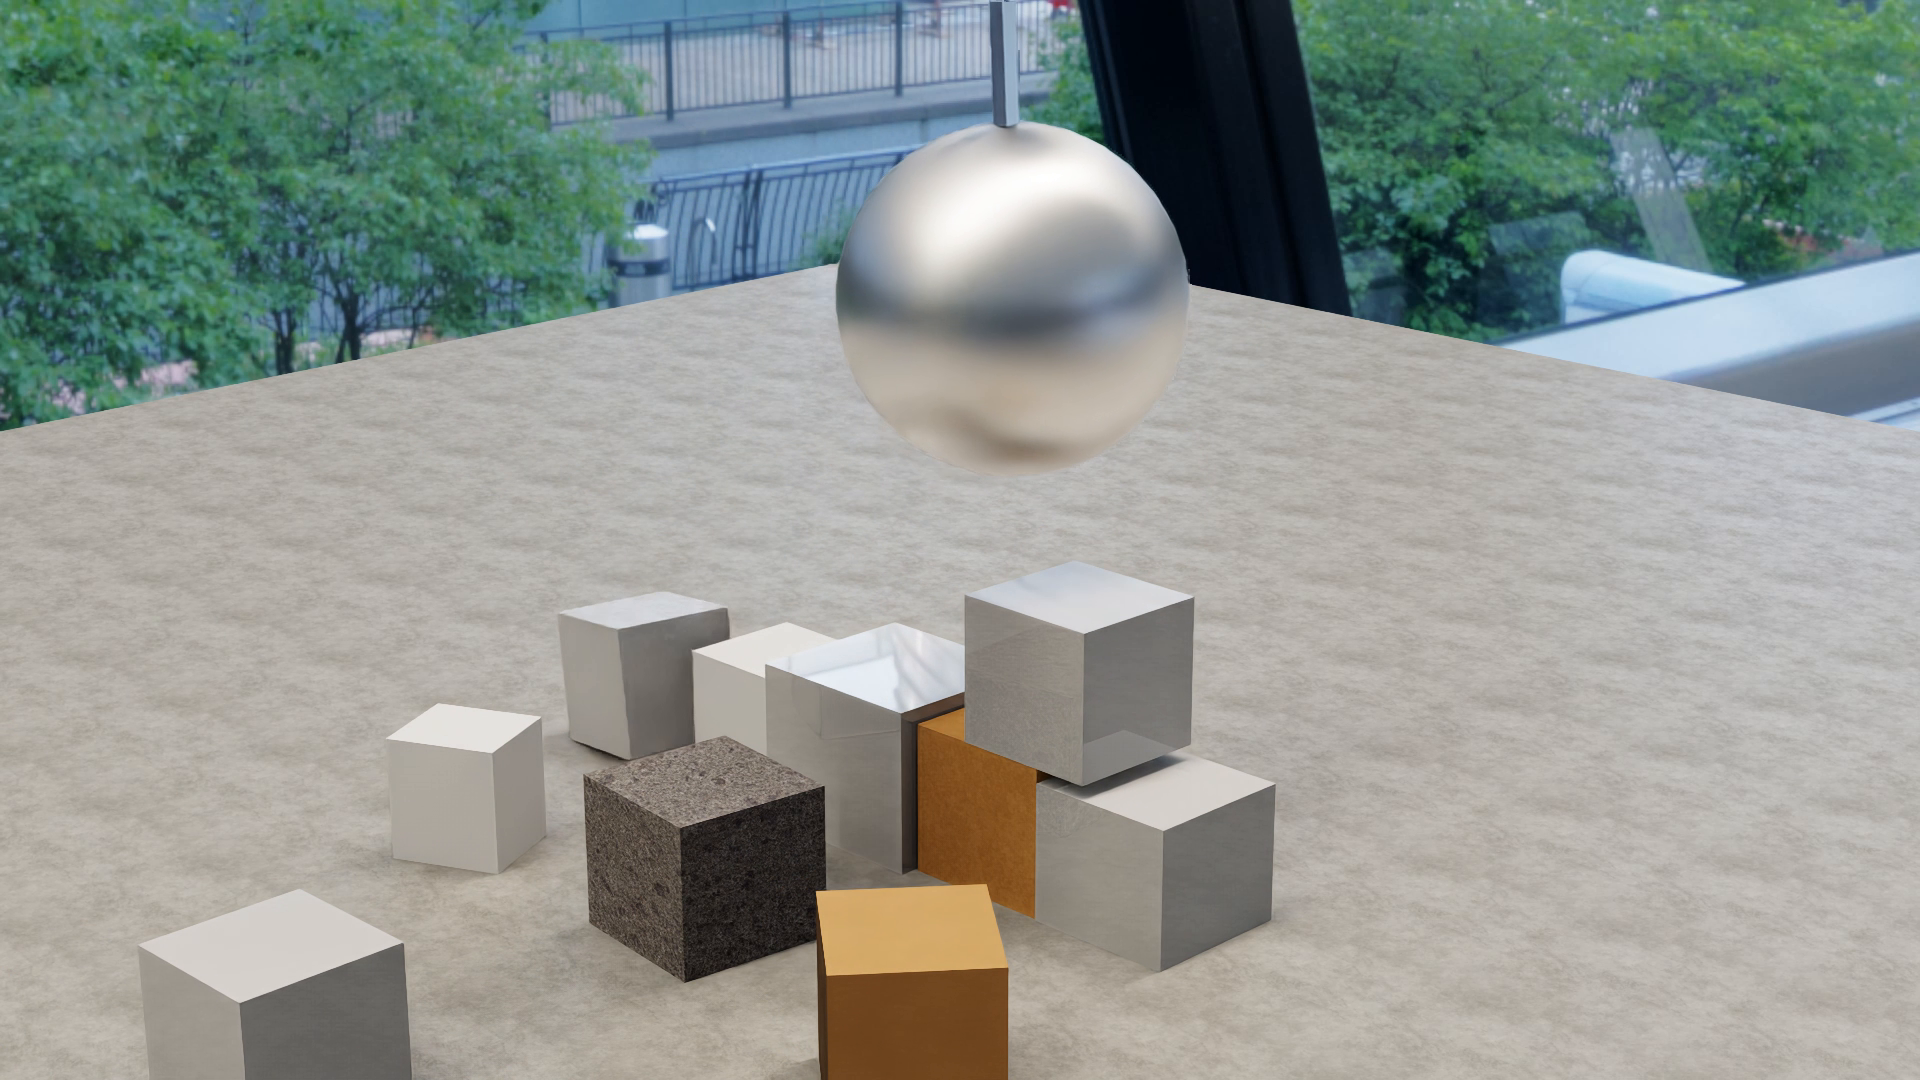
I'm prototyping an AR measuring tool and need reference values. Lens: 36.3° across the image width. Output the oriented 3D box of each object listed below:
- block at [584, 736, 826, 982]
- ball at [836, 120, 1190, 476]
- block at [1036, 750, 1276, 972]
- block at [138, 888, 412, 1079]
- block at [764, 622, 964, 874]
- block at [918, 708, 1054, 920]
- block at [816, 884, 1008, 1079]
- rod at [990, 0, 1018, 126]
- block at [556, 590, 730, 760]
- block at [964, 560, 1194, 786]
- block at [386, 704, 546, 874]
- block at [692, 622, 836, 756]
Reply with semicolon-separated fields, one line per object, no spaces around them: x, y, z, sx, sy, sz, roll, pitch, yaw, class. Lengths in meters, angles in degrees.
-1.110;1.375;12.788;0.743;0.708;0.762;-13;22;-36;block
0.236;-1.088;13.247;1.600;1.600;1.600;0;17;0;ball
0.855;1.373;12.888;0.742;0.652;0.737;-17;24;-42;block
-2.655;1.855;11.388;0.713;0.631;0.731;16;24;42;block
-0.293;0.970;13.938;0.847;0.791;0.932;-17;24;-42;block
0.334;1.179;13.392;0.746;0.721;0.746;-17;24;-42;block
-0.193;1.829;11.324;0.676;0.721;0.757;-2;18;-5;block
0.102;-4.286;12.102;0.080;5.200;0.080;17;27;42;rod
-1.586;0.679;14.910;0.620;0.669;0.683;-11;12;-32;block
0.524;0.575;12.955;0.701;0.694;0.723;-16;24;-42;block
-2.297;1.154;13.677;0.545;0.597;0.486;6;18;18;block
-0.855;0.862;14.534;0.619;0.641;0.696;-16;24;-42;block
